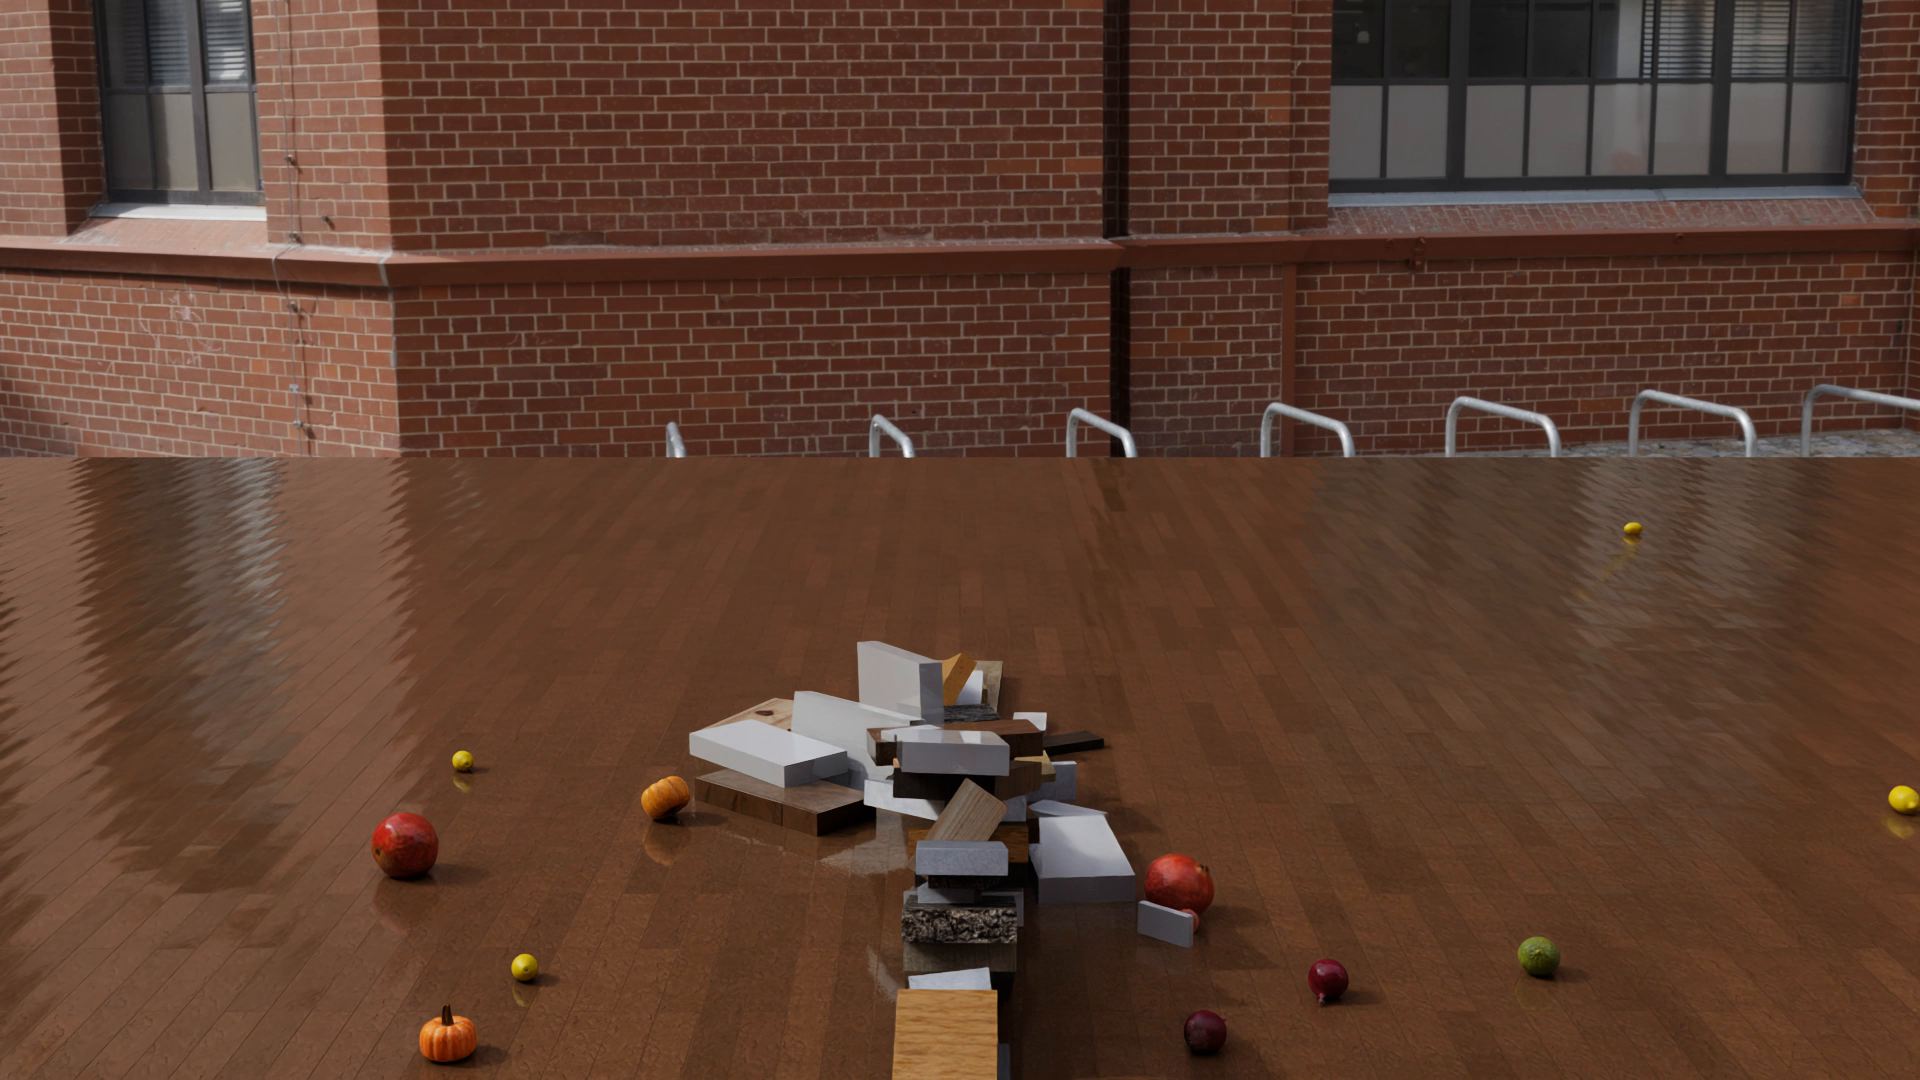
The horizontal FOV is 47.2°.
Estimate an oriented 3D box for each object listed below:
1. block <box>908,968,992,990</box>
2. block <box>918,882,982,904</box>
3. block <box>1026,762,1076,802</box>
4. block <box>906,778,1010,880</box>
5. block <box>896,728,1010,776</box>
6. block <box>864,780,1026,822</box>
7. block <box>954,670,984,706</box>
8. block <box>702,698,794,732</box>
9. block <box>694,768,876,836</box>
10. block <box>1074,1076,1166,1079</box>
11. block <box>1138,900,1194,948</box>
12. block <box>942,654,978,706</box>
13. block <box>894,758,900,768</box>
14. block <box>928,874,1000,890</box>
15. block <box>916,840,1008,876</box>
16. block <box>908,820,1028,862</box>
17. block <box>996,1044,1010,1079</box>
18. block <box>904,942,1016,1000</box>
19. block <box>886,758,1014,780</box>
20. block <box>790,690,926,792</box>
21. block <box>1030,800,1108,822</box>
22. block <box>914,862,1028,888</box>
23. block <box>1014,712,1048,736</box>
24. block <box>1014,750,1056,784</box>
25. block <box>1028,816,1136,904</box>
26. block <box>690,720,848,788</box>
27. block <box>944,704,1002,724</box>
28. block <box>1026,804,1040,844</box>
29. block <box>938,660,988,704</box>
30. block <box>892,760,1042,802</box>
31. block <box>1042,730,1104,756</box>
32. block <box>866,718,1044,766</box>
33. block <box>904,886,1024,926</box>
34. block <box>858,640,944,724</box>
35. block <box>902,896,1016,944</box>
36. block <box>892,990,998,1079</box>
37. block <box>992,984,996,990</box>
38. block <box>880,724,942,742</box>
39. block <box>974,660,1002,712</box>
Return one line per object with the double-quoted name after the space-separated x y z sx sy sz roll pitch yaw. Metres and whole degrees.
-0.002 0.636 2.717 0.101 0.203 0.029 -6 -28 -4 "block"
-0.013 0.495 3.094 0.077 0.022 0.154 0 -6 4 "block"
0.150 0.460 4.177 0.141 0.071 0.020 -2 11 -9 "block"
-0.003 0.430 3.192 0.077 0.154 0.022 34 -5 4 "block"
-0.016 0.336 3.506 0.162 0.046 0.376 2 -2 -3 "block"
-0.028 0.430 3.636 0.149 0.042 0.297 3 -2 -28 "block"
0.006 0.372 4.487 0.071 0.020 0.414 0 25 2 "block"
-0.402 0.396 4.588 0.159 0.045 0.319 5 12 26 "block"
-0.330 0.483 4.126 0.334 0.043 0.152 9 14 42 "block"
0.219 0.742 2.757 0.123 0.035 0.246 -1 11 -5 "block"
0.323 0.604 3.458 0.100 0.050 0.014 10 14 43 "block"
-0.048 0.317 4.540 0.039 0.136 0.272 33 -16 -7 "block"
-0.065 0.397 3.923 0.100 0.014 0.050 -3 5 -13 "block"
0.006 0.470 3.061 0.077 0.022 0.154 -1 -6 9 "block"
0.001 0.441 3.055 0.123 0.035 0.246 1 -5 -1 "block"
0.015 0.461 3.374 0.174 0.049 0.348 0 -6 1 "block"
-0.004 0.694 2.574 0.130 0.037 0.259 0 30 -1 "block"
-0.001 0.604 3.086 0.151 0.043 0.302 0 -19 0 "block"
-0.014 0.421 3.954 0.148 0.042 0.297 0 5 17 "block"
-0.203 0.398 4.252 0.319 0.159 0.045 10 5 42 "block"
0.195 0.508 4.055 0.141 0.020 0.071 8 13 35 "block"
0.016 0.532 3.588 0.174 0.049 0.348 0 -6 0 "block"
0.148 0.394 4.668 0.071 0.020 0.141 1 11 4 "block"
0.102 0.432 4.129 0.141 0.020 0.071 -6 34 -15 "block"
0.193 0.547 3.777 0.162 0.046 0.323 -1 11 -6 "block"
-0.374 0.412 4.267 0.152 0.043 0.304 -10 15 -41 "block"
0.026 0.369 4.280 0.119 0.034 0.238 -3 12 -13 "block"
0.028 0.470 3.860 0.148 0.042 0.422 -3 5 -8 "block"
-0.027 0.315 4.835 0.136 0.039 0.272 -1 11 -7 "block"
0.016 0.384 3.534 0.162 0.046 0.323 2 -2 15 "block"
0.218 0.419 4.533 0.141 0.020 0.071 -6 12 -28 "block"
-0.012 0.371 4.036 0.304 0.043 0.152 -3 5 -9 "block"
0.010 0.558 3.363 0.174 0.049 0.348 0 -7 2 "block"
-0.126 0.307 4.494 0.045 0.159 0.622 -3 2 -14 "block"
0.001 0.522 3.037 0.151 0.043 0.302 0 -6 1 "block"
-0.019 0.675 2.536 0.123 0.035 0.421 0 30 1 "block"
-0.004 0.634 2.961 0.101 0.029 0.202 0 1 2 "block"
-0.087 0.350 3.977 0.100 0.014 0.050 -5 6 -30 "block"
0.015 0.364 4.780 0.136 0.039 0.705 1 11 3 "block"
